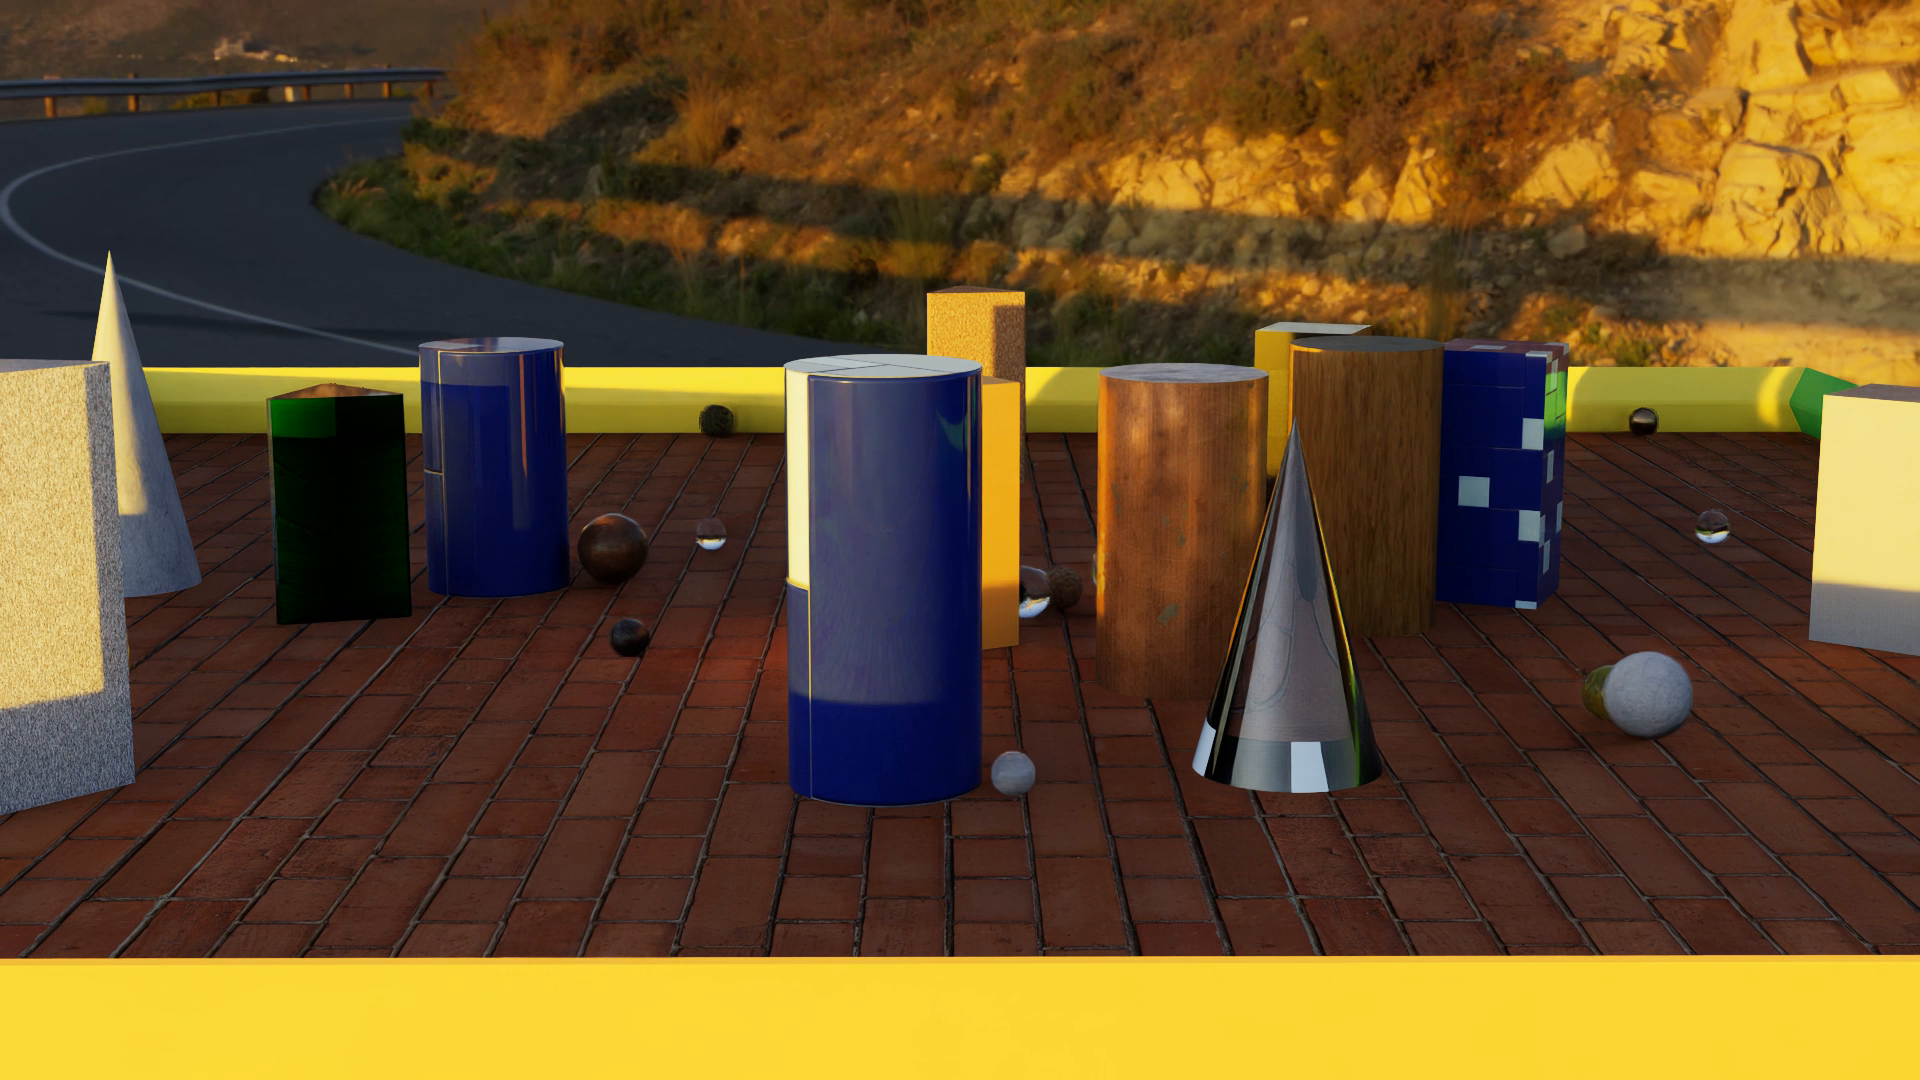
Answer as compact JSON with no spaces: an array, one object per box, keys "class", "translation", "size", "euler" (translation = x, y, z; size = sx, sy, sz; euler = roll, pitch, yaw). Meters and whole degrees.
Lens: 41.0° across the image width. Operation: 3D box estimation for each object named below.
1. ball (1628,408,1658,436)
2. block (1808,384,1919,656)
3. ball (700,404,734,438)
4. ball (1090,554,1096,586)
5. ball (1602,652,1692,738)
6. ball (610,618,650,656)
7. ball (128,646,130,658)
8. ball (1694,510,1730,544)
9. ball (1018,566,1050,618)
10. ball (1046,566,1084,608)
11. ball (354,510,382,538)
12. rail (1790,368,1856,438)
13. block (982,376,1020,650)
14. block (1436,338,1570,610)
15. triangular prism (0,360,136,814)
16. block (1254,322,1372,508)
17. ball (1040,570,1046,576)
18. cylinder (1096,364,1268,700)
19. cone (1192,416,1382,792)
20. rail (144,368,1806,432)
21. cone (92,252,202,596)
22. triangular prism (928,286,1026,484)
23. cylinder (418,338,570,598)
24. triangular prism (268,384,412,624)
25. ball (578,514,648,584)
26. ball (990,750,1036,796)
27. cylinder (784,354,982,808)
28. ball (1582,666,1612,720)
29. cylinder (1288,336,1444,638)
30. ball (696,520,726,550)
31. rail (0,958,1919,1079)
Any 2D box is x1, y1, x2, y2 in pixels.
[{"class":"ball","translation":[1.360,-0.235,5.109],"size":[0.056,0.056,0.056],"euler":[0,10,0]},{"class":"block","translation":[1.203,-0.029,3.277],"size":[0.160,0.317,0.160],"euler":[9,14,39]},{"class":"ball","translation":[-0.481,-0.236,5.088],"size":[0.066,0.066,0.066],"euler":[0,10,0]},{"class":"ball","translation":[0.222,0.041,3.542],"size":[0.084,0.084,0.084],"euler":[0,10,0]},{"class":"ball","translation":[0.753,0.170,2.810],"size":[0.095,0.095,0.095],"euler":[0,10,0]},{"class":"ball","translation":[-0.412,0.122,3.201],"size":[0.048,0.048,0.048],"euler":[0,10,0]},{"class":"ball","translation":[-1.034,0.136,3.104],"size":[0.056,0.056,0.056],"euler":[0,10,0]},{"class":"ball","translation":[1.160,-0.020,3.955],"size":[0.052,0.052,0.052],"euler":[0,10,0]},{"class":"ball","translation":[0.087,0.070,3.423],"size":[0.069,0.069,0.069],"euler":[0,10,0]},{"class":"ball","translation":[0.139,0.065,3.484],"size":[0.057,0.057,0.057],"euler":[0,10,0]},{"class":"ball","translation":[-0.927,-0.026,4.014],"size":[0.043,0.043,0.043],"euler":[0,10,0]},{"class":"rail","translation":[1.685,0.032,3.458],"size":[0.045,0.130,3.459],"euler":[0,10,0]},{"class":"block","translation":[-0.035,-0.037,3.265],"size":[0.160,0.336,0.160],"euler":[-6,12,-30]},{"class":"block","translation":[0.741,-0.096,3.554],"size":[0.160,0.347,0.160],"euler":[5,11,23]},{"class":"triangular prism","translation":[-0.962,0.039,2.587],"size":[0.150,0.435,0.173],"euler":[9,14,39]},{"class":"block","translation":[0.591,-0.209,4.308],"size":[0.160,0.295,0.160],"euler":[4,11,21]},{"class":"ball","translation":[0.105,0.063,3.525],"size":[0.045,0.045,0.045],"euler":[0,10,0]},{"class":"cylinder","translation":[0.262,-0.014,3.044],"size":[0.200,0.371,0.200],"euler":[0,10,0]},{"class":"cone","translation":[0.344,0.055,2.668],"size":[0.200,0.373,0.200],"euler":[0,10,0]},{"class":"rail","translation":[-0.010,-0.277,5.126],"size":[3.418,0.130,0.045],"euler":[0,10,0]},{"class":"cone","translation":[-1.184,-0.171,3.614],"size":[0.200,0.474,0.200],"euler":[0,10,0]},{"class":"triangular prism","translation":[0.017,-0.277,4.560],"size":[0.173,0.338,0.150],"euler":[-2,11,-10]},{"class":"cylinder","translation":[-0.655,-0.105,3.619],"size":[0.200,0.342,0.200],"euler":[0,10,0]},{"class":"triangular prism","translation":[-0.841,-0.053,3.456],"size":[0.173,0.300,0.150],"euler":[-3,11,-18]},{"class":"ball","translation":[-0.494,0.012,3.651],"size":[0.100,0.100,0.100],"euler":[0,10,0]},{"class":"ball","translation":[0.054,0.236,2.592],"size":[0.046,0.046,0.046],"euler":[0,10,0]},{"class":"cylinder","translation":[-0.077,0.036,2.611],"size":[0.200,0.430,0.200],"euler":[0,10,0]},{"class":"ball","translation":[0.732,0.172,2.890],"size":[0.062,0.062,0.062],"euler":[0,10,0]},{"class":"cylinder","translation":[0.530,-0.074,3.375],"size":[0.200,0.370,0.200],"euler":[0,10,0]},{"class":"ball","translation":[-0.379,-0.008,3.904],"size":[0.047,0.047,0.047],"euler":[0,10,0]},{"class":"rail","translation":[0.010,0.344,1.771],"size":[3.418,0.130,0.045],"euler":[0,10,0]}]
